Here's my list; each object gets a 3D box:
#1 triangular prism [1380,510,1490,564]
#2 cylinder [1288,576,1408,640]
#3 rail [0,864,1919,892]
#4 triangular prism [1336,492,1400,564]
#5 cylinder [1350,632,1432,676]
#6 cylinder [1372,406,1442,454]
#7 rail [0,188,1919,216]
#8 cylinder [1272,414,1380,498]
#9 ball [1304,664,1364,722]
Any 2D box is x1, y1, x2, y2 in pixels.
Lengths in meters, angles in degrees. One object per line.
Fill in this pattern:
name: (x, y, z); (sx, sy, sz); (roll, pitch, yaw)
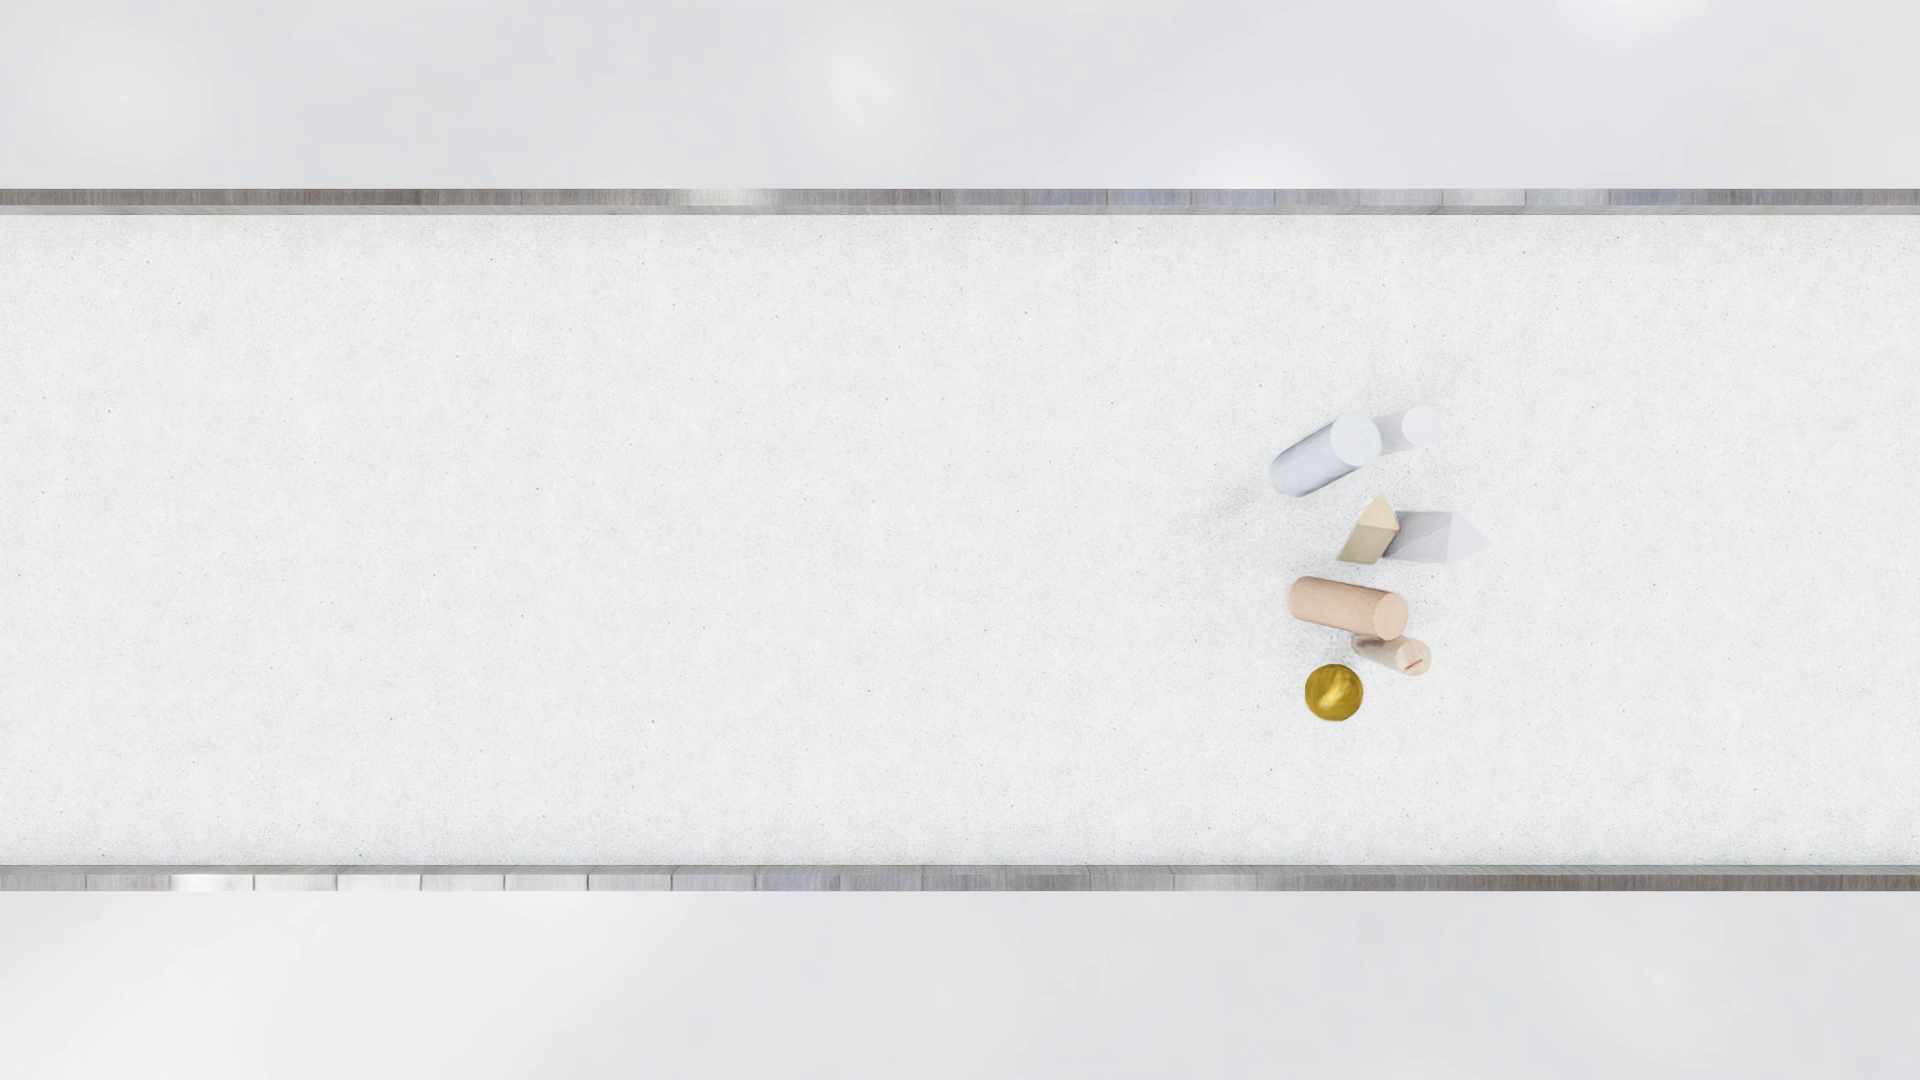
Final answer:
triangular prism: (1.370, -0.026, 4.854); (0.148, 0.413, 0.128); (-23, 97, -11)
cylinder: (1.146, 0.199, 4.887); (0.138, 0.359, 0.138); (-5, 99, -30)
rail: (-2.247, 1.025, 5.001); (12.000, 0.150, 0.050); (0, 90, 0)
triangular prism: (1.201, -0.035, 4.855); (0.117, 0.434, 0.102); (8, 77, 7)
cylinder: (1.270, 0.322, 4.873); (0.105, 0.398, 0.105); (0, 94, -5)
cylinder: (1.300, -0.322, 4.859); (0.116, 0.436, 0.116); (0, 90, 0)
rail: (-2.247, -1.025, 5.002); (12.000, 0.150, 0.050); (0, 90, 0)
cylinder: (1.071, -0.244, 4.850); (0.154, 0.428, 0.154); (2, 79, -12)
ball: (1.093, 0.447, 4.819); (0.171, 0.171, 0.171); (0, 90, 0)
